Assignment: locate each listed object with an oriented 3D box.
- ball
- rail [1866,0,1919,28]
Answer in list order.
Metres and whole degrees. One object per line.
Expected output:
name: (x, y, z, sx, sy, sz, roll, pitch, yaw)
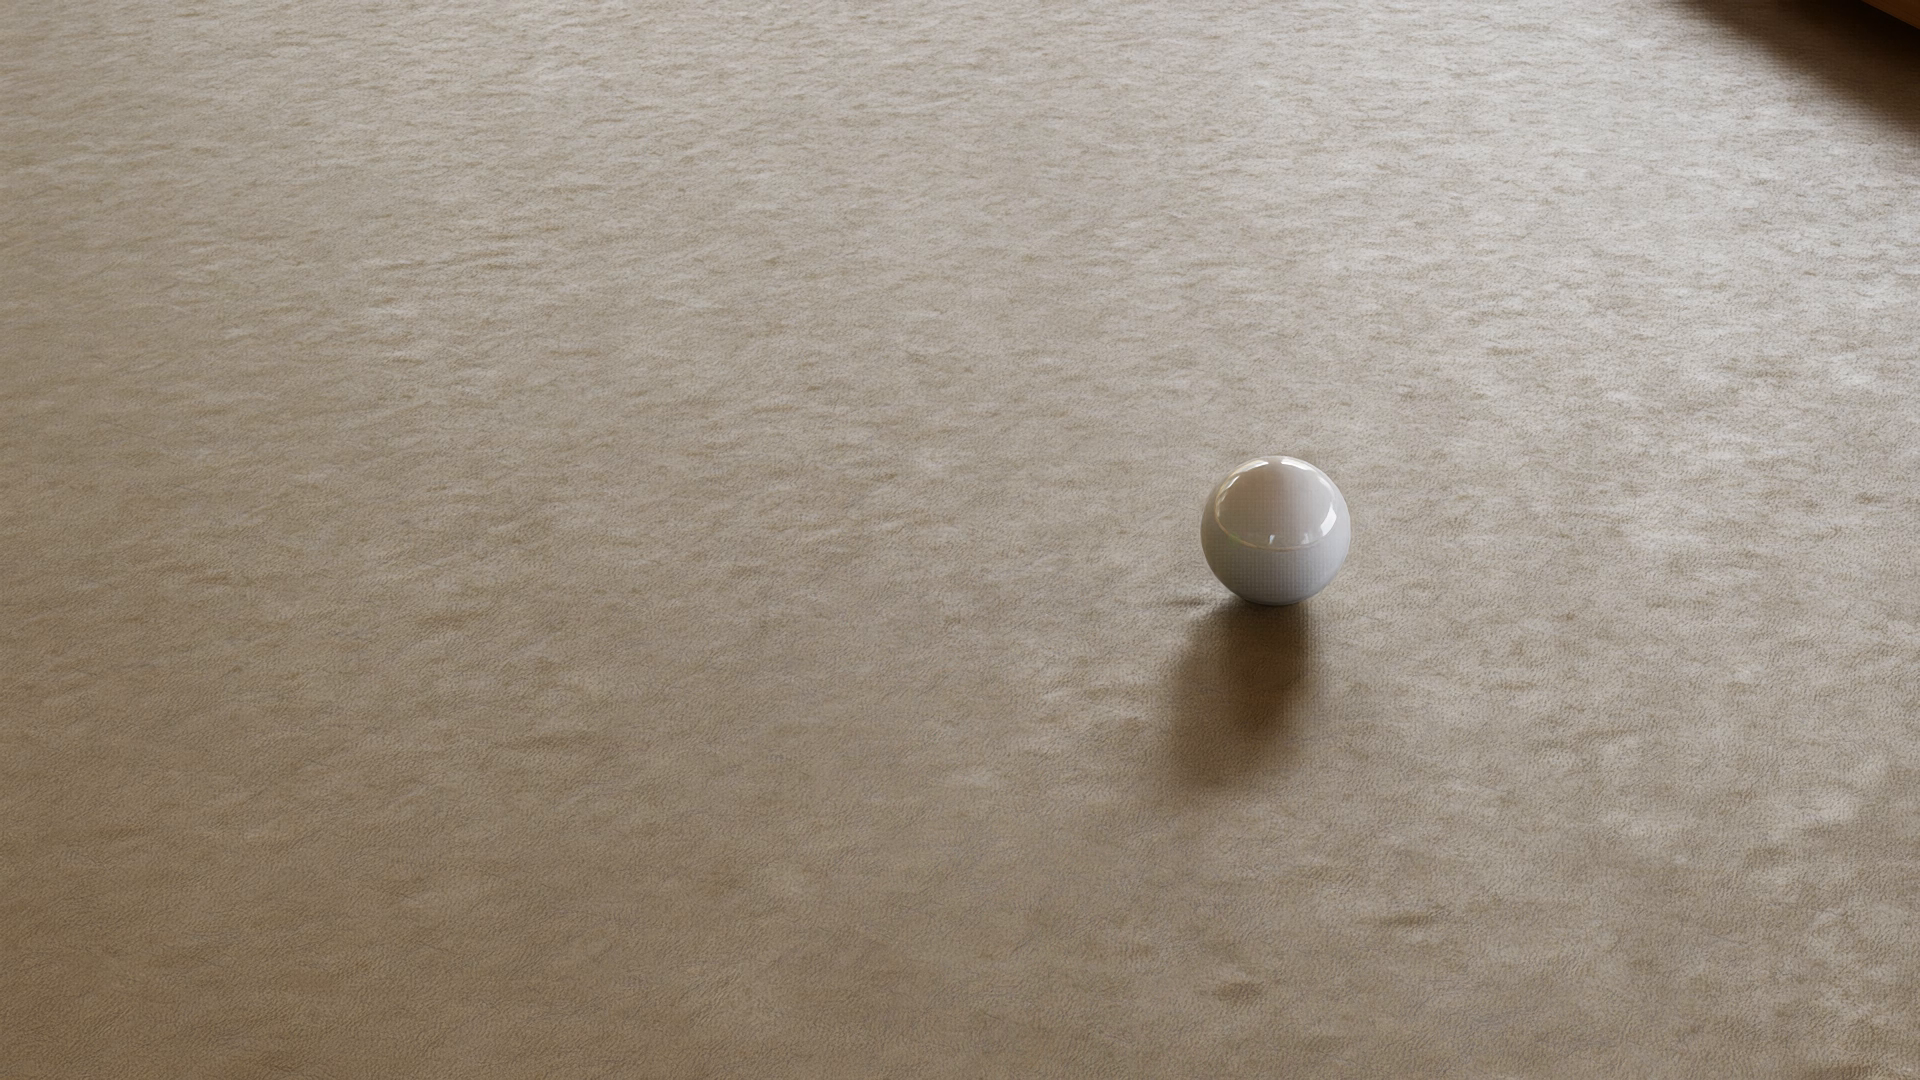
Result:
ball: (0.189, -0.006, 1.761, 0.090, 0.090, 0.090, 0, 29, 0)
rail: (0.696, -0.702, 2.965, 0.045, 0.119, 4.188, -11, 31, -19)
